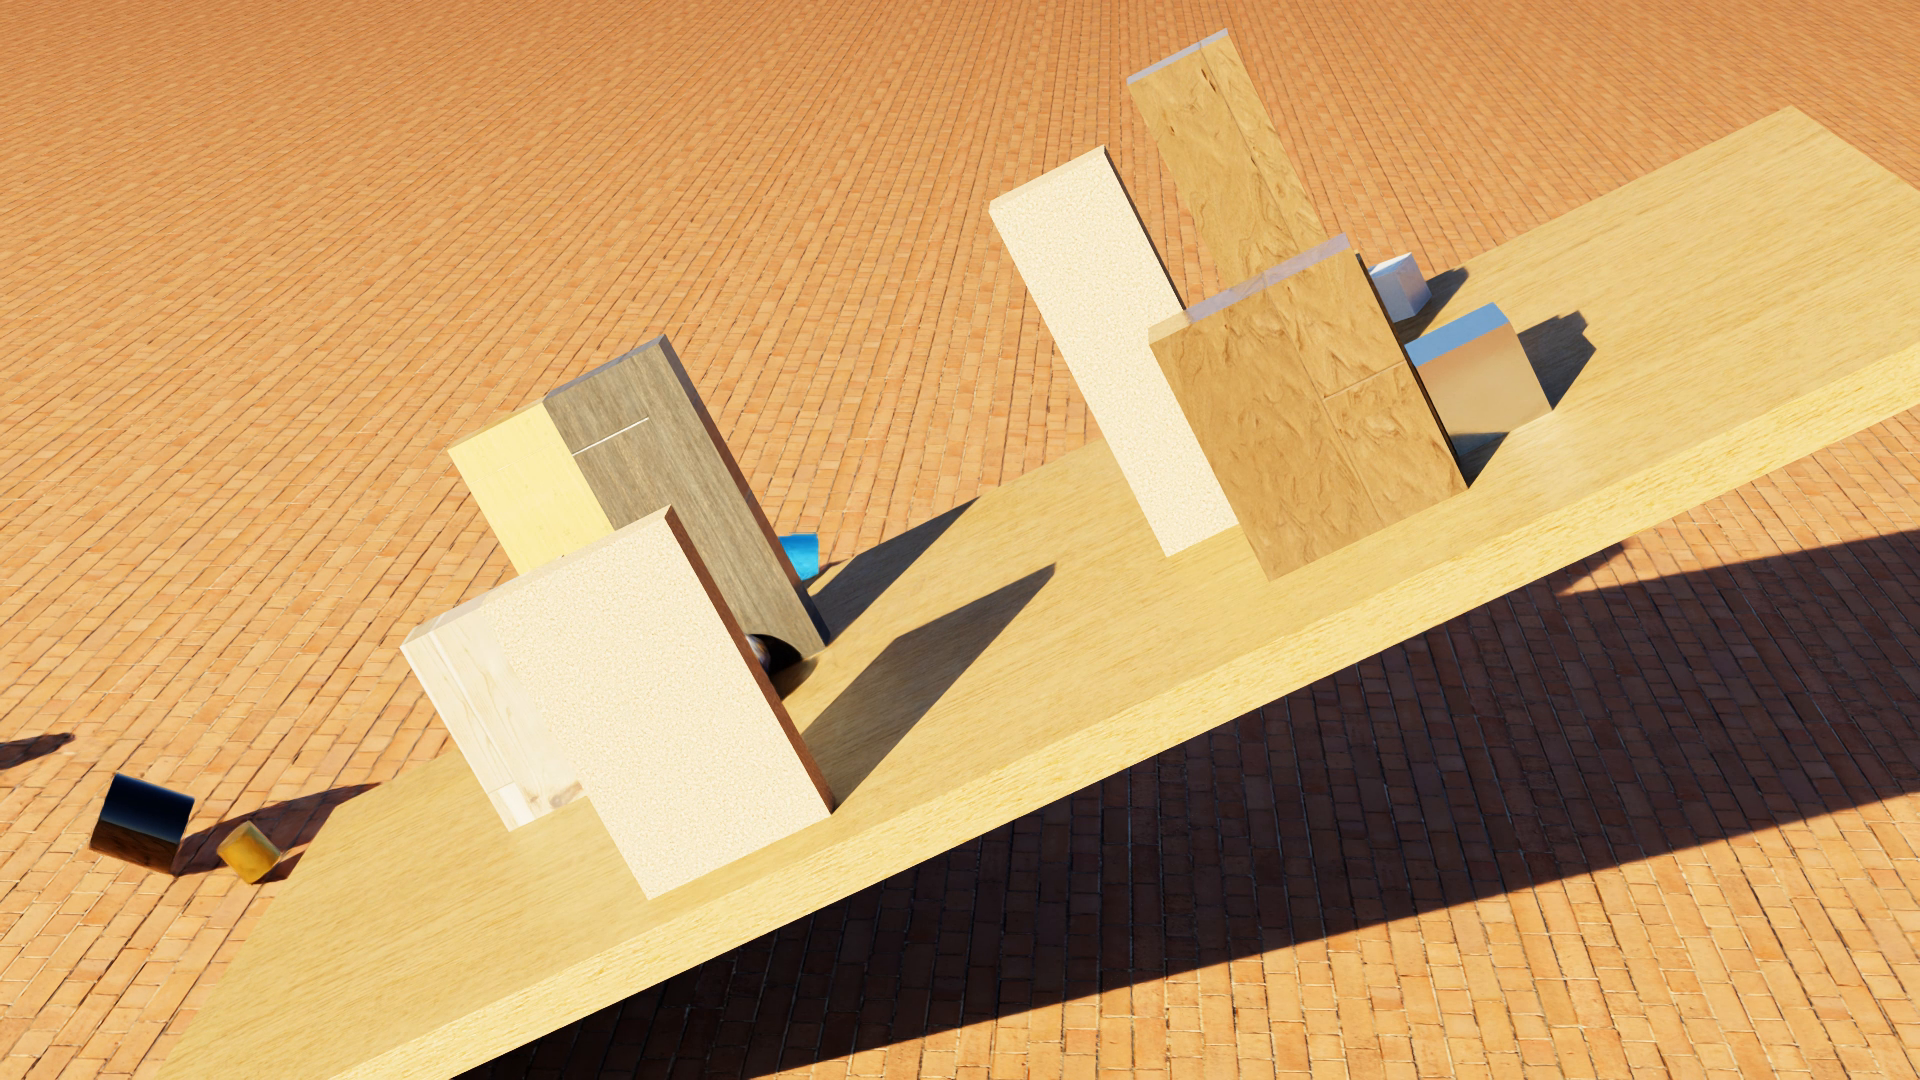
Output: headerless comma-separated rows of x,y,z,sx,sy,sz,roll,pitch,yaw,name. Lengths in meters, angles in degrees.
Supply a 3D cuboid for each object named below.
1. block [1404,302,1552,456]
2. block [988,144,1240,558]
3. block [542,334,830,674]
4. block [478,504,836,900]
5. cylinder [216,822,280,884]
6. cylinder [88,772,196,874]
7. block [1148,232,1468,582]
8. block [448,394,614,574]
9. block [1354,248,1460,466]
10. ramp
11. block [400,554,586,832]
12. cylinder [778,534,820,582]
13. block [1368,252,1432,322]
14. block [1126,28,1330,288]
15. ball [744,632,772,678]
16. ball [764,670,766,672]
1.005,-0.315,5.724,0.197,0.197,0.197,-26,14,8,block
0.355,-0.378,5.940,0.255,0.799,0.116,-26,14,10,block
-0.611,-0.045,6.626,0.297,0.789,0.103,-26,14,10,block
-0.565,0.310,5.536,0.395,0.653,0.090,-26,14,10,block
-1.769,0.777,7.315,0.111,0.111,0.111,-36,18,13,cylinder
-2.043,0.709,7.350,0.204,0.204,0.204,20,14,-12,cylinder
0.649,-0.247,5.502,0.408,0.512,0.142,-26,14,10,block
-0.872,0.039,6.897,0.308,0.756,0.088,-26,14,10,block
0.740,-0.293,5.634,0.265,0.446,0.103,-26,14,10,block
0.140,0.168,6.281,4.000,0.100,2.000,-26,14,10,ramp
-0.938,0.340,6.508,0.387,0.484,0.131,-26,14,10,block
-0.559,0.083,9.532,0.195,0.195,0.195,-2,17,-6,cylinder
1.007,-0.580,6.855,0.116,0.116,0.116,-18,17,37,block
0.672,-0.769,6.791,0.254,0.777,0.124,-26,14,10,block
-0.495,0.279,6.588,0.146,0.146,0.146,0,17,0,ball
-0.500,0.319,6.412,0.164,0.164,0.164,0,17,0,ball
